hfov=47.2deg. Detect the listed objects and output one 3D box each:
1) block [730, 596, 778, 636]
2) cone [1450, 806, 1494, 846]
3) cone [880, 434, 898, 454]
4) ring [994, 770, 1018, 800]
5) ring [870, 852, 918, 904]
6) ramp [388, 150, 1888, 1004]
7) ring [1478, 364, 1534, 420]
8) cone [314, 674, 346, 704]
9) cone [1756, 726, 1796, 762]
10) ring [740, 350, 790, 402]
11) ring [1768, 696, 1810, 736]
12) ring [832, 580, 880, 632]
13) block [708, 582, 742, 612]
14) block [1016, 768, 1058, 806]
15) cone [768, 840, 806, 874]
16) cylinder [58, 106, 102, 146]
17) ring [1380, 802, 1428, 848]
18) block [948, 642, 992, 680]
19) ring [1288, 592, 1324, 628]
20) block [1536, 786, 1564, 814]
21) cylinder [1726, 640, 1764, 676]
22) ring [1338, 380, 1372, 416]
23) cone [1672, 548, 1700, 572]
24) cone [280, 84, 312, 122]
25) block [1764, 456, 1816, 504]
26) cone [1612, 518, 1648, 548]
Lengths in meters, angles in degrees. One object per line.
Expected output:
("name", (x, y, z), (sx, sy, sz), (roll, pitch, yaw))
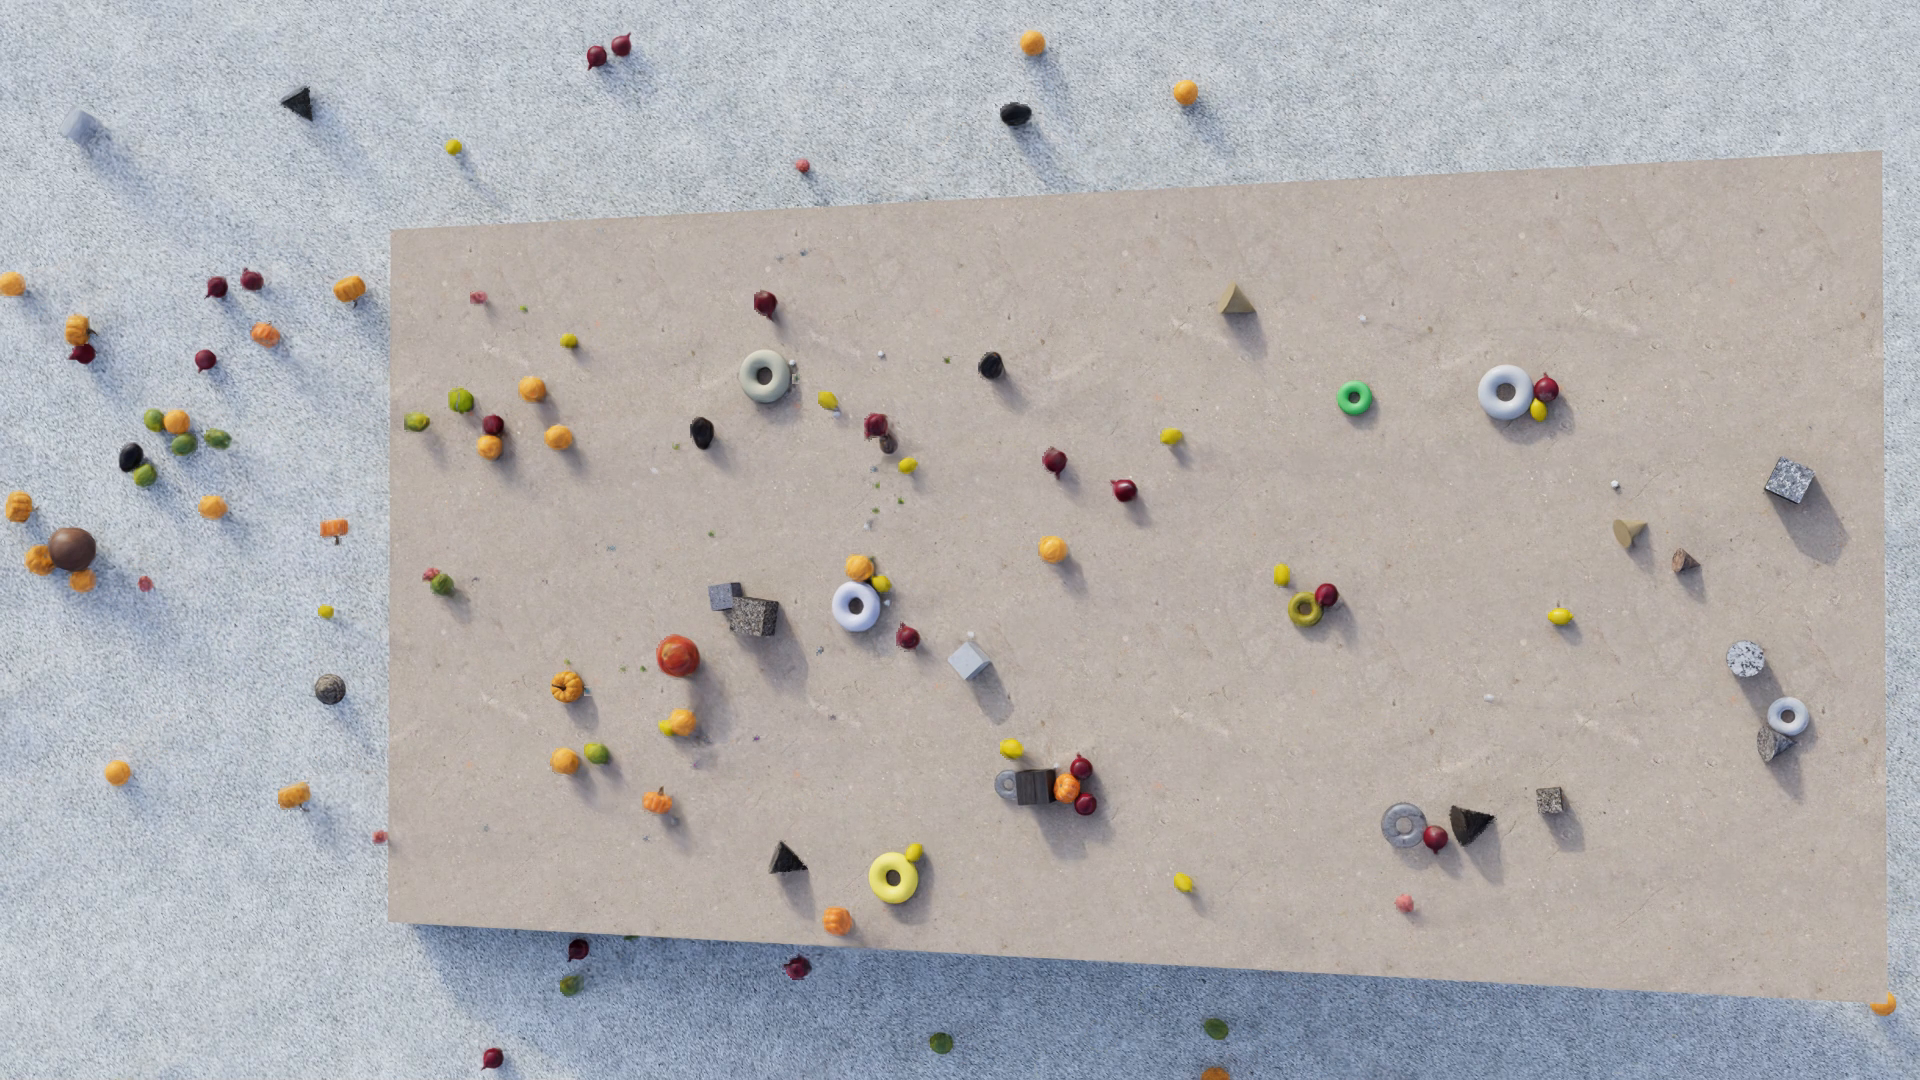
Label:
("block", (-0.558, 0.207, 5.959), (0.094, 0.094, 0.094), (8, 92, 17))
("cone", (1.271, 0.690, 5.403), (0.098, 0.098, 0.098), (-12, 89, -10))
("cone", (-0.199, -0.257, 5.874), (0.052, 0.052, 0.052), (0, 89, 17))
("ring", (0.128, 0.642, 5.772), (0.081, 0.027, 0.081), (-1, 88, 19))
("ring", (-0.177, 0.900, 5.854), (0.137, 0.046, 0.137), (1, 92, 18))
("ramp", (0.274, 0.094, 5.800), (4.000, 0.100, 2.000), (0, 89, 17))
("ring", (1.340, -0.363, 5.396), (0.136, 0.045, 0.136), (0, 90, 19))
("cone", (-1.845, 0.437, 6.397), (0.092, 0.092, 0.092), (0, 89, 0))
("cone", (1.943, 0.480, 5.199), (0.082, 0.082, 0.082), (-2, 89, -9))
("ring", (-0.531, -0.446, 5.984), (0.146, 0.049, 0.146), (0, 90, 17))
("ring", (1.957, 0.417, 5.198), (0.093, 0.031, 0.093), (0, 89, 19))
("ring", (-0.278, 0.178, 5.896), (0.139, 0.046, 0.139), (0, 89, 21))
("block", (-0.638, 0.155, 5.999), (0.067, 0.067, 0.067), (-10, 86, 17))
("block", (0.199, 0.642, 5.720), (0.084, 0.084, 0.084), (-6, 87, 17))
("cone", (-0.455, 0.872, 5.944), (0.097, 0.097, 0.097), (21, 89, -10))
("cylinder", (-2.569, -1.209, 6.422), (0.088, 0.088, 0.088), (31, 89, 0))
("ring", (1.102, 0.708, 5.459), (0.115, 0.038, 0.115), (-1, 88, 18))
("block", (0.024, 0.317, 5.786), (0.071, 0.071, 0.071), (-44, 77, 12))
("ring", (0.872, 0.175, 5.543), (0.091, 0.030, 0.091), (0, 90, 16))
("block", (1.433, 0.633, 5.346), (0.056, 0.056, 0.056), (-7, 87, 17))
("cylinder", (1.858, 0.280, 5.204), (0.083, 0.083, 0.083), (0, 89, 17))
("ring", (0.989, -0.357, 5.515), (0.087, 0.029, 0.087), (0, 90, 17))
("cone", (1.749, 0.054, 5.271), (0.060, 0.060, 0.060), (12, 89, -9))
("cone", (-1.925, -1.267, 6.445), (0.098, 0.098, 0.098), (-30, 116, 0))
("block", (1.953, -0.140, 5.180), (0.083, 0.083, 0.083), (27, 97, 16))
("cone", (1.629, -0.029, 5.306), (0.074, 0.074, 0.074), (-21, 89, -11))
